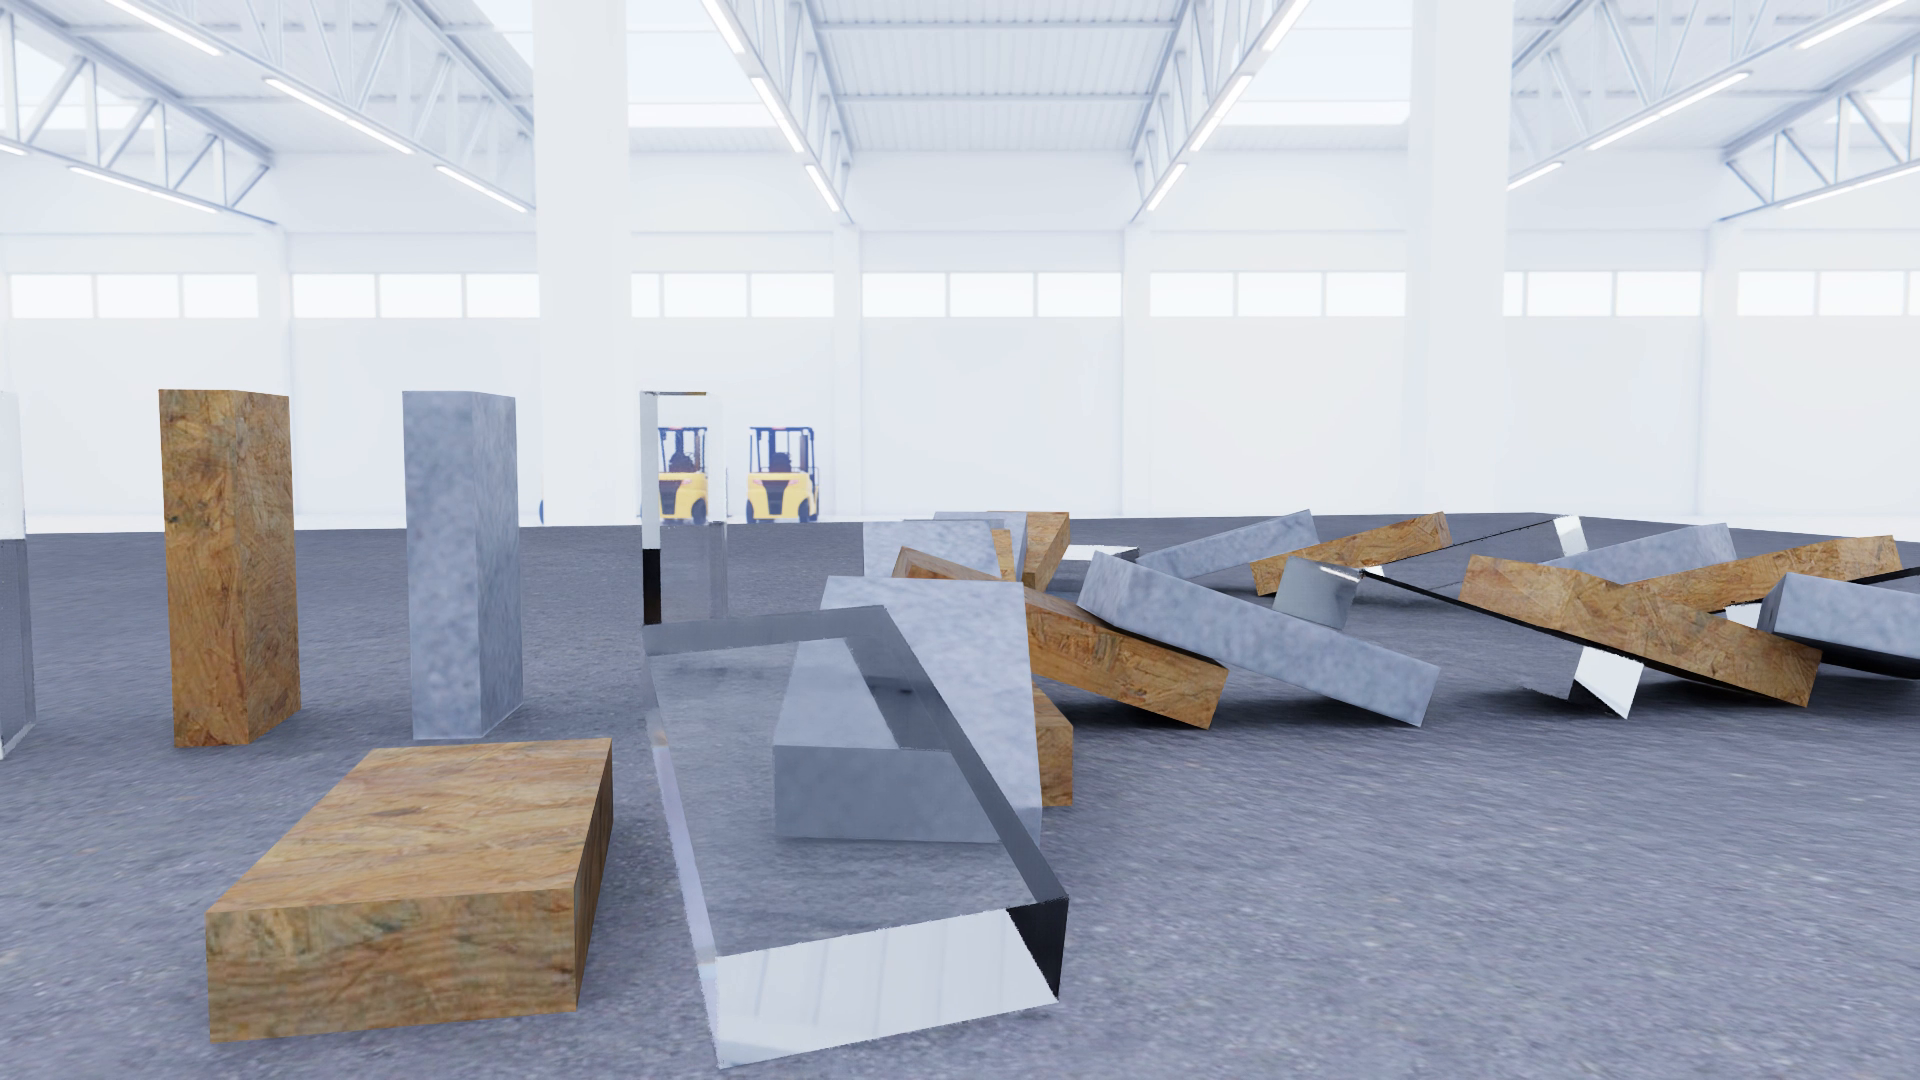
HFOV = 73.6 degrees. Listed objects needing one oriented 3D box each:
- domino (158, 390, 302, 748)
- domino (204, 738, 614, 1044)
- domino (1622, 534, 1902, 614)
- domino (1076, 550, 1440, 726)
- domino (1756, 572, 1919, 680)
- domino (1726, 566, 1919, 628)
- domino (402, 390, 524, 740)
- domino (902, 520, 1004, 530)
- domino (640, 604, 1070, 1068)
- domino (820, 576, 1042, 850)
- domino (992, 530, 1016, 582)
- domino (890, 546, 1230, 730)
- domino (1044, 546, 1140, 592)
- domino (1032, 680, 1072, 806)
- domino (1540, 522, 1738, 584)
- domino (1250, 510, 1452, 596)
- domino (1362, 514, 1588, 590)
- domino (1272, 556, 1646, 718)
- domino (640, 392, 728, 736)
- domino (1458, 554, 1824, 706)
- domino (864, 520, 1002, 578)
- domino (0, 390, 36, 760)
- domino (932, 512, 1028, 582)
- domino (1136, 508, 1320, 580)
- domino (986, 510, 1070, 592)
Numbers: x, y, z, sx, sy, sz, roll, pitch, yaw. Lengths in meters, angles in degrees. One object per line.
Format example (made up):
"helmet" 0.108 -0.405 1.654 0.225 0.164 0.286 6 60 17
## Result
"domino" -0.108 0.003 0.191 0.009 0.050 0.025 -1 4 -12
"domino" -0.046 0.029 0.118 0.025 0.009 0.050 -1 4 -12
"domino" 0.172 0.010 0.281 0.025 0.009 0.050 -3 -12 -32
"domino" 0.046 0.015 0.202 0.050 0.009 0.025 18 2 -9
"domino" 0.150 0.015 0.215 0.025 0.009 0.050 13 -1 29
"domino" 0.179 0.012 0.246 0.025 0.009 0.050 -2 -12 -20
"domino" -0.075 0.003 0.196 0.009 0.050 0.025 0 4 -5
"domino" -0.002 0.008 0.295 0.025 0.009 0.050 0 22 0
"domino" -0.012 0.021 0.111 0.025 0.009 0.050 -4 23 -19
"domino" -0.005 0.019 0.143 0.025 0.009 0.050 2 23 0
"domino" -0.001 0.011 0.262 0.025 0.009 0.050 0 21 0
"domino" 0.014 0.015 0.200 0.050 0.009 0.025 19 4 -8
"domino" 0.036 0.008 0.393 0.025 0.009 0.050 2 5 23
"domino" -0.002 0.025 0.174 0.025 0.009 0.050 0 4 -6
"domino" 0.156 0.007 0.310 0.025 0.009 0.050 -4 -12 -43
"domino" 0.109 0.004 0.357 0.050 0.010 0.025 -17 -5 27
"domino" 0.134 0.005 0.336 0.050 0.010 0.025 -19 -8 37
"domino" 0.079 0.015 0.206 0.050 0.009 0.025 17 1 -11
"domino" -0.042 0.003 0.198 0.009 0.050 0.025 0 4 -4
"domino" 0.112 0.015 0.213 0.050 0.009 0.025 16 1 -16
"domino" -0.005 0.011 0.234 0.025 0.009 0.050 0 26 -5
"domino" -0.139 0.004 0.180 0.009 0.050 0.025 -2 5 -27
"domino" 0.003 0.006 0.328 0.025 0.009 0.050 0 22 7
"domino" 0.078 0.003 0.371 0.050 0.009 0.025 -16 -1 15
"domino" 0.014 0.004 0.360 0.025 0.010 0.050 1 20 15
